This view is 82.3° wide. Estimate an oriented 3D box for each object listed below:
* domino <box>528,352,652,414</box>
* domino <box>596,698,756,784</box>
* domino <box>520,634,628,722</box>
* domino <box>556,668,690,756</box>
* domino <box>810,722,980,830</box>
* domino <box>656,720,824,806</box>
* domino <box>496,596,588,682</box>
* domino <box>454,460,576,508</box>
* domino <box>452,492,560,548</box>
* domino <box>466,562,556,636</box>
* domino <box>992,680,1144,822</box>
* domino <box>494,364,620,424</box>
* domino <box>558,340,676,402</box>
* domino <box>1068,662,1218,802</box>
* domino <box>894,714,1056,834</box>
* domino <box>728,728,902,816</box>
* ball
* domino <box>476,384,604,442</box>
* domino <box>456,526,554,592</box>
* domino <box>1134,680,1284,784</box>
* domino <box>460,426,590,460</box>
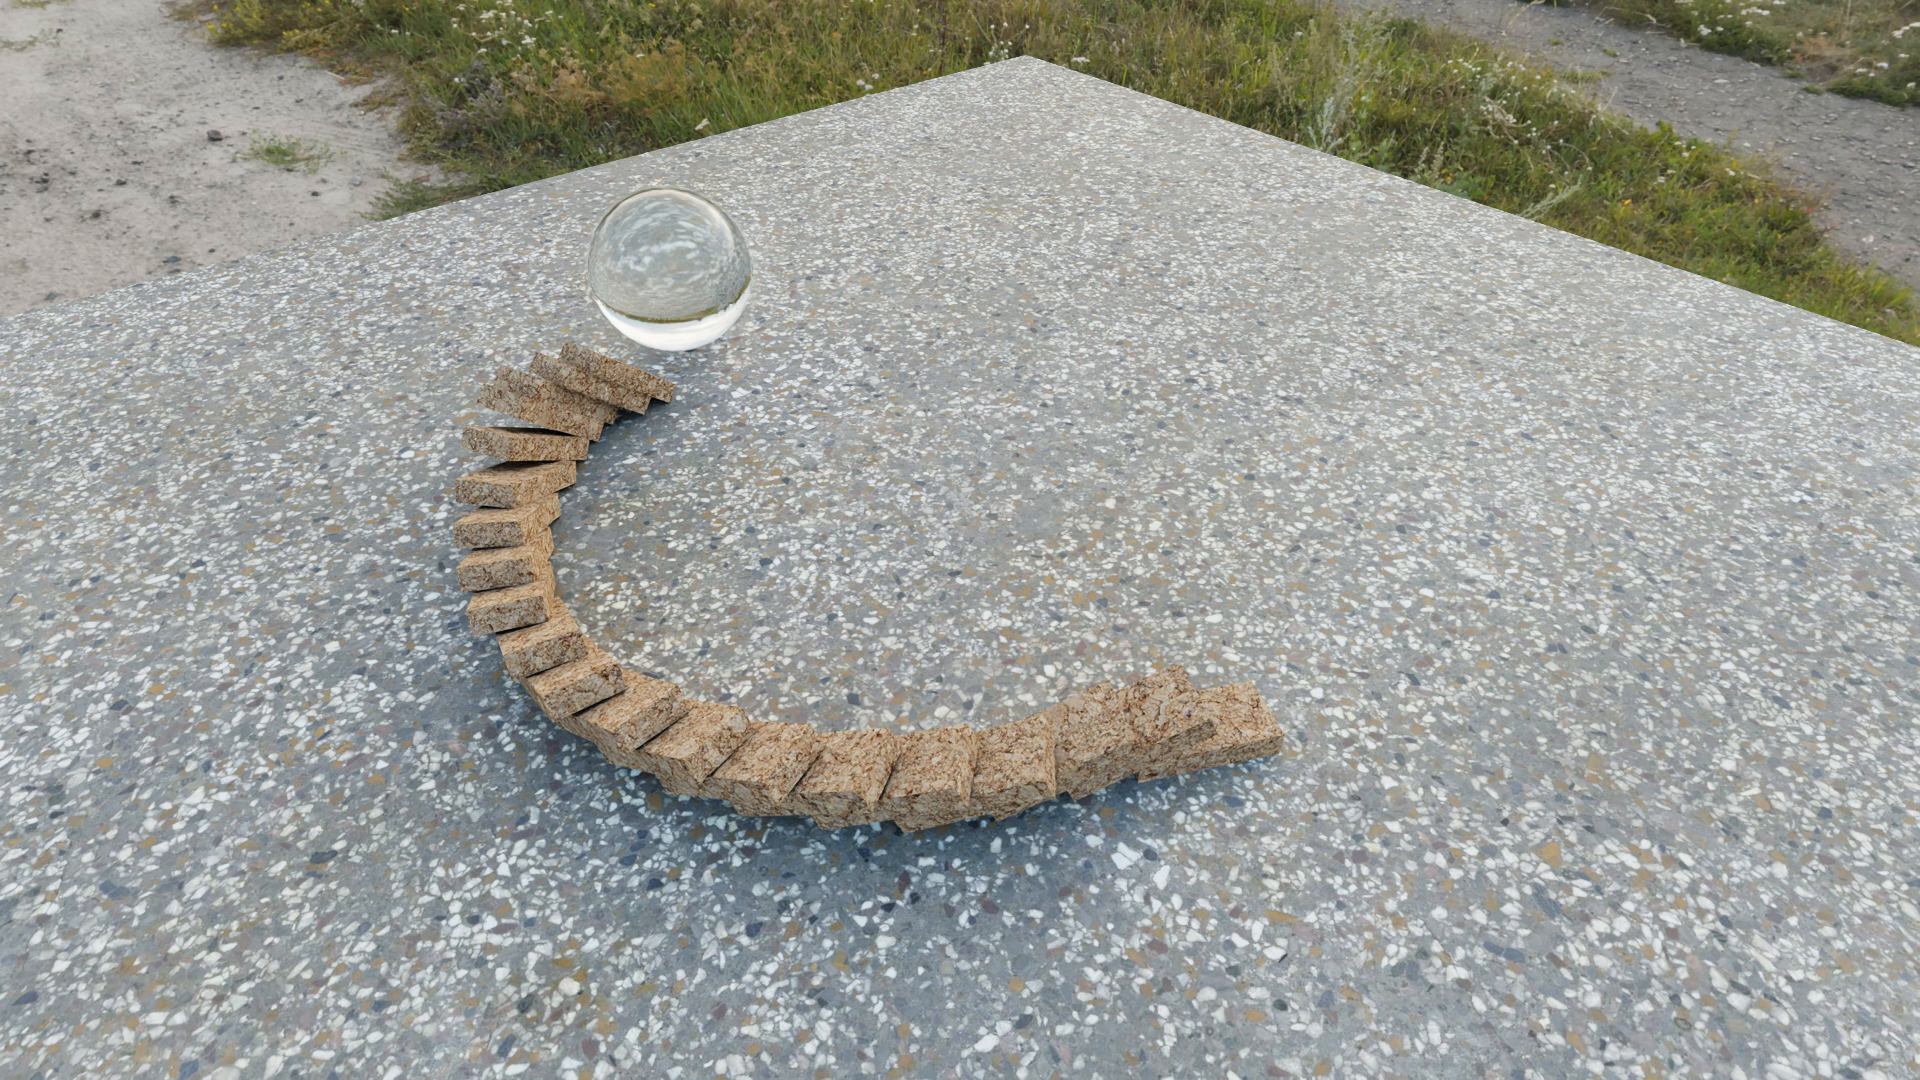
[{"bbox_3d":[-0.169,-0.072,0.506,0.025,0.009,0.050,24,3,27],"label":"domino"},{"bbox_3d":[-0.092,0.063,0.351,0.050,0.010,0.025,0,32,41],"label":"domino"},{"bbox_3d":[-0.133,0.045,0.372,0.025,0.009,0.050,-25,20,-27],"label":"domino"},{"bbox_3d":[-0.113,0.055,0.361,0.050,0.010,0.025,5,32,47],"label":"domino"},{"bbox_3d":[-0.020,0.073,0.339,0.050,0.010,0.025,-14,35,22],"label":"domino"},{"bbox_3d":[-0.069,0.069,0.344,0.050,0.009,0.025,-4,32,36],"label":"domino"},{"bbox_3d":[-0.149,0.034,0.386,0.025,0.010,0.050,-20,19,-23],"label":"domino"},{"bbox_3d":[-0.184,-0.025,0.458,0.025,0.010,0.050,6,16,7],"label":"domino"},{"bbox_3d":[-0.179,-0.008,0.438,0.025,0.010,0.050,-3,15,-3],"label":"domino"},{"bbox_3d":[-0.163,0.021,0.402,0.025,0.009,0.050,-12,16,-14],"label":"domino"},{"bbox_3d":[0.030,0.066,0.348,0.050,0.009,0.025,-26,41,5],"label":"domino"},{"bbox_3d":[-0.182,-0.065,0.498,0.025,0.009,0.050,20,1,25],"label":"domino"},{"bbox_3d":[-0.160,-0.078,0.515,0.025,0.009,0.050,24,3,26],"label":"domino"},{"bbox_3d":[0.054,0.061,0.354,0.050,0.009,0.025,-26,41,5],"label":"domino"},{"bbox_3d":[0.004,0.072,0.340,0.050,0.010,0.025,-18,36,17],"label":"domino"},{"bbox_3d":[-0.045,0.072,0.340,0.050,0.010,0.025,-10,33,29],"label":"domino"},{"bbox_3d":[-0.145,-0.135,0.553,0.080,0.080,0.080,0,39,0],"label":"ball"},{"bbox_3d":[-0.185,-0.056,0.487,0.025,0.010,0.050,19,1,22],"label":"domino"},{"bbox_3d":[-0.172,0.007,0.419,0.025,0.010,0.050,-8,15,-10],"label":"domino"},{"bbox_3d":[0.079,0.063,0.366,0.050,0.009,0.025,-9,40,-11],"label":"domino"},{"bbox_3d":[-0.186,-0.042,0.474,0.025,0.010,0.050,14,8,16],"label":"domino"}]
